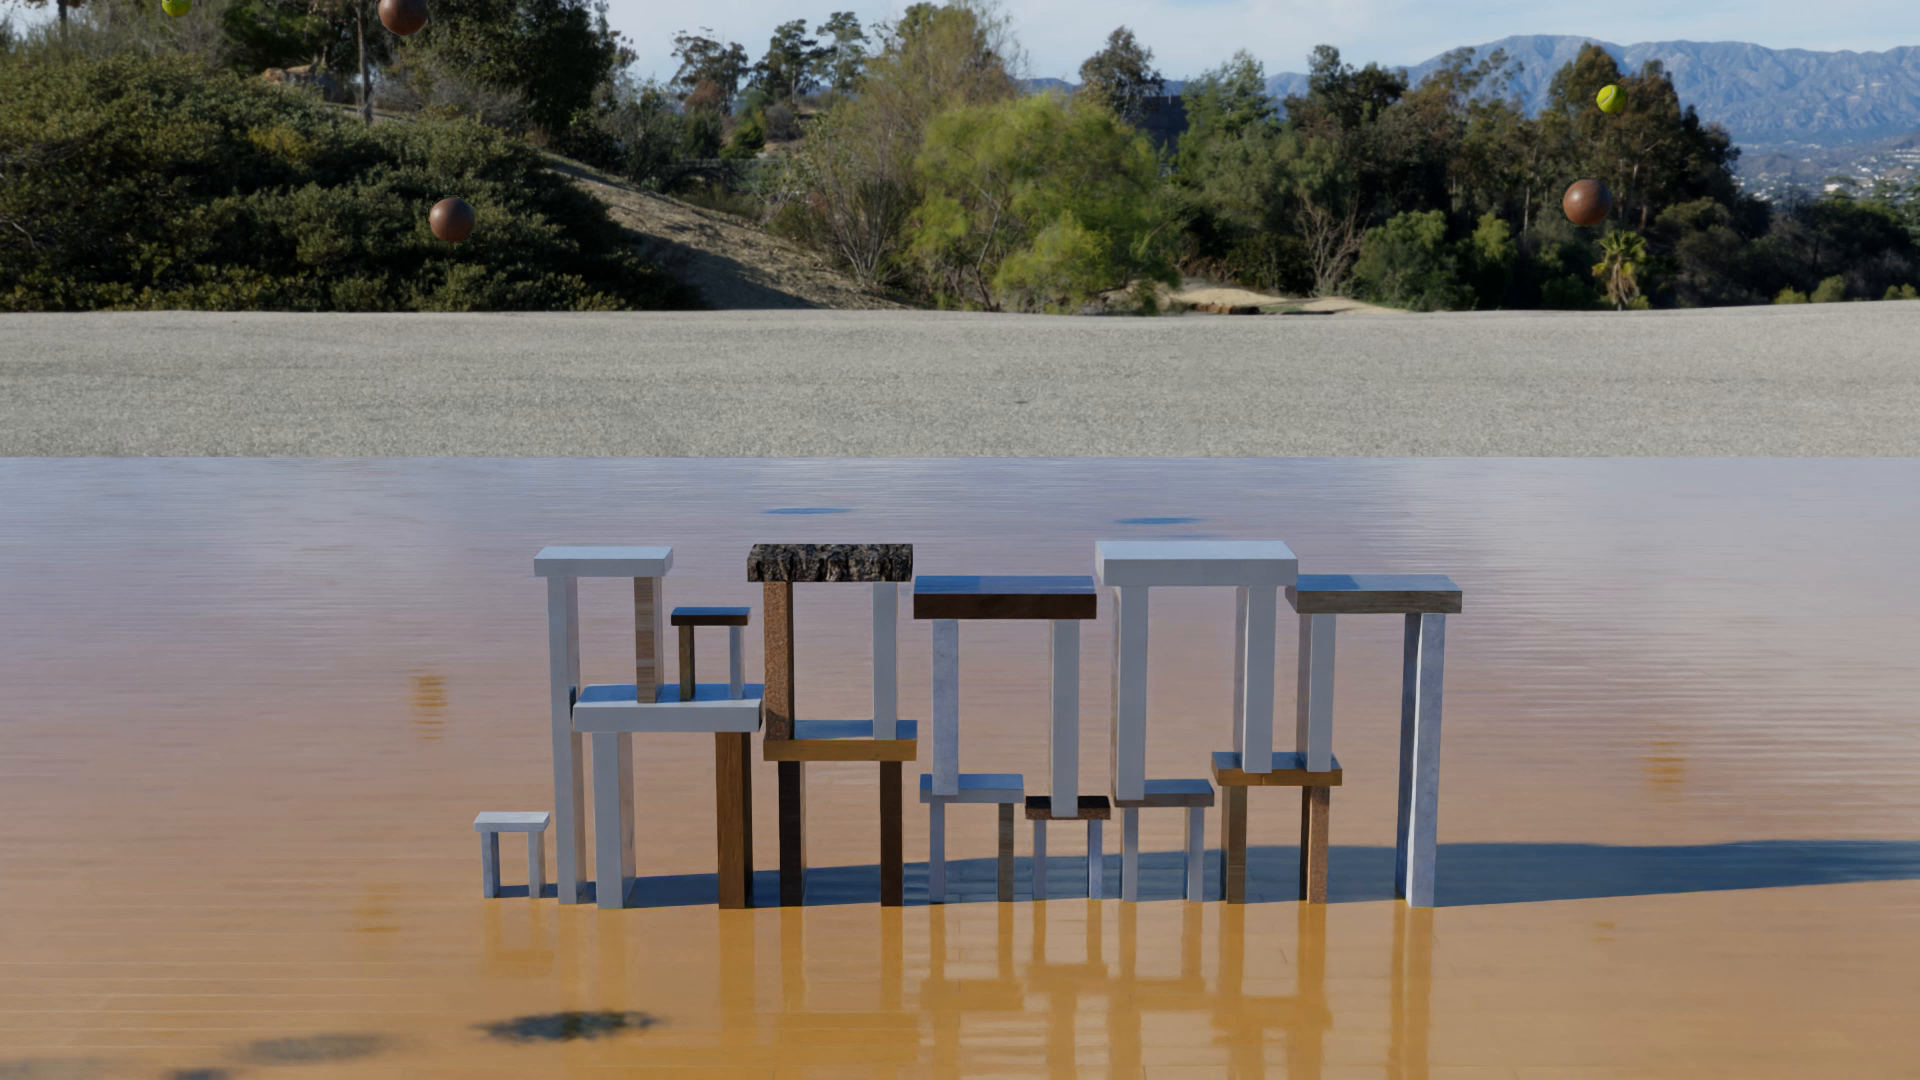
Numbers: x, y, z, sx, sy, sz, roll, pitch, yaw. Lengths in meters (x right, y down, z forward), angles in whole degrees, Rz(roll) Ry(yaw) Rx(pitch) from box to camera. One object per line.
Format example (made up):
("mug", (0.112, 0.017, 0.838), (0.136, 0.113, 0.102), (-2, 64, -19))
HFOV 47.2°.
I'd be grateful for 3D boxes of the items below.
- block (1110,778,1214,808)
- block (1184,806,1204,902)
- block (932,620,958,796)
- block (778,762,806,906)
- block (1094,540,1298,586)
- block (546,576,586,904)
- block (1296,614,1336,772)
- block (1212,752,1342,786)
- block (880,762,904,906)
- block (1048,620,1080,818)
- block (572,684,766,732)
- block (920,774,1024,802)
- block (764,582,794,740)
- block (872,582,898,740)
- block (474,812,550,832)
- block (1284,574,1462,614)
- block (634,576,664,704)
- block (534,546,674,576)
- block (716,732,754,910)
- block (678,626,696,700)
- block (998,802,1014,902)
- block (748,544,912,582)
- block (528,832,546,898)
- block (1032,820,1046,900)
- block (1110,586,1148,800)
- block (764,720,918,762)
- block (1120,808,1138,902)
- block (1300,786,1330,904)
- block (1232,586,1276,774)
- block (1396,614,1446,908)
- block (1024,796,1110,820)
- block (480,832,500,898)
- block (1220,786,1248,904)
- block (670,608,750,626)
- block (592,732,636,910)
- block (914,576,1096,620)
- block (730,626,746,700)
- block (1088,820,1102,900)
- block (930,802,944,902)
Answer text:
("block", (0.334, 0.419, 3.637), (0.163, 0.023, 0.081), (0, 11, -2))
("block", (0.388, 0.510, 3.654), (0.023, 0.163, 0.081), (0, 11, 0))
("block", (-0.024, 0.256, 3.604), (0.041, 0.292, 0.146), (0, 11, 0))
("block", (-0.277, 0.468, 3.646), (0.035, 0.248, 0.124), (0, 11, 0))
("block", (0.380, 0.037, 3.567), (0.310, 0.044, 0.155), (0, 11, -1))
("block", (-0.646, 0.320, 3.619), (0.030, 0.550, 0.104), (0, 11, 0))
("block", (0.582, 0.235, 3.602), (0.037, 0.263, 0.131), (0, 11, 0))
("block", (0.521, 0.378, 3.631), (0.202, 0.029, 0.101), (0, 11, 0))
("block", (-0.112, 0.468, 3.646), (0.035, 0.248, 0.124), (0, 11, 0))
("block", (0.169, 0.275, 3.604), (0.041, 0.328, 0.146), (0, 11, -1))
("block", (-0.473, 0.275, 3.611), (0.299, 0.042, 0.149), (0, 11, 0))
("block", (0.019, 0.411, 3.637), (0.170, 0.024, 0.085), (0, 11, 0))
("block", (-0.295, 0.183, 3.596), (0.037, 0.261, 0.131), (0, 11, 0))
("block", (-0.122, 0.183, 3.596), (0.037, 0.261, 0.130), (0, 11, 0))
("block", (-0.744, 0.468, 3.652), (0.115, 0.016, 0.058), (0, 11, 0))
("block", (0.670, 0.087, 3.575), (0.263, 0.037, 0.131), (0, 11, 0))
("block", (-0.507, 0.152, 3.588), (0.030, 0.209, 0.104), (0, 11, 0))
("block", (-0.577, 0.035, 3.566), (0.209, 0.030, 0.104), (0, 11, 0))
("block", (-0.373, 0.443, 3.642), (0.042, 0.299, 0.149), (0, 11, 0))
("block", (-0.447, 0.194, 3.598), (0.017, 0.123, 0.062), (0, 11, 0))
("block", (0.076, 0.506, 3.655), (0.024, 0.170, 0.085), (0, 11, 0))
("block", (-0.209, 0.037, 3.569), (0.261, 0.037, 0.131), (0, 11, 0))
("block", (-0.705, 0.532, 3.664), (0.016, 0.115, 0.058), (0, 11, 0))
("block", (0.132, 0.521, 3.661), (0.020, 0.139, 0.069), (0, 11, 0))
("block", (0.276, 0.233, 3.602), (0.044, 0.354, 0.155), (0, 11, -1))
("block", (-0.195, 0.330, 3.620), (0.248, 0.035, 0.124), (0, 11, 0))
("block", (0.280, 0.510, 3.654), (0.023, 0.163, 0.081), (0, 11, -1))
("block", (0.589, 0.491, 3.652), (0.029, 0.202, 0.101), (0, 11, 0))
("block", (0.482, 0.211, 3.603), (0.044, 0.310, 0.155), (0, 11, 0))
("block", (0.757, 0.348, 3.623), (0.037, 0.493, 0.131), (0, 11, 0))
("block", (0.178, 0.444, 3.644), (0.139, 0.020, 0.069), (0, 11, -1))
("block", (-0.782, 0.532, 3.664), (0.016, 0.115, 0.058), (0, 11, 0))
("block", (0.454, 0.491, 3.652), (0.029, 0.202, 0.101), (0, 11, 0))
("block", (-0.406, 0.124, 3.585), (0.123, 0.017, 0.062), (0, 11, 0))
("block", (-0.572, 0.443, 3.642), (0.042, 0.299, 0.149), (0, 11, 0))
("block", (0.072, 0.093, 3.573), (0.292, 0.041, 0.146), (0, 11, 0))
("block", (-0.364, 0.194, 3.598), (0.017, 0.123, 0.062), (0, 11, 0))
("block", (0.224, 0.521, 3.661), (0.020, 0.139, 0.069), (0, 11, 0))
("block", (-0.037, 0.506, 3.655), (0.024, 0.170, 0.085), (0, 11, 0))
